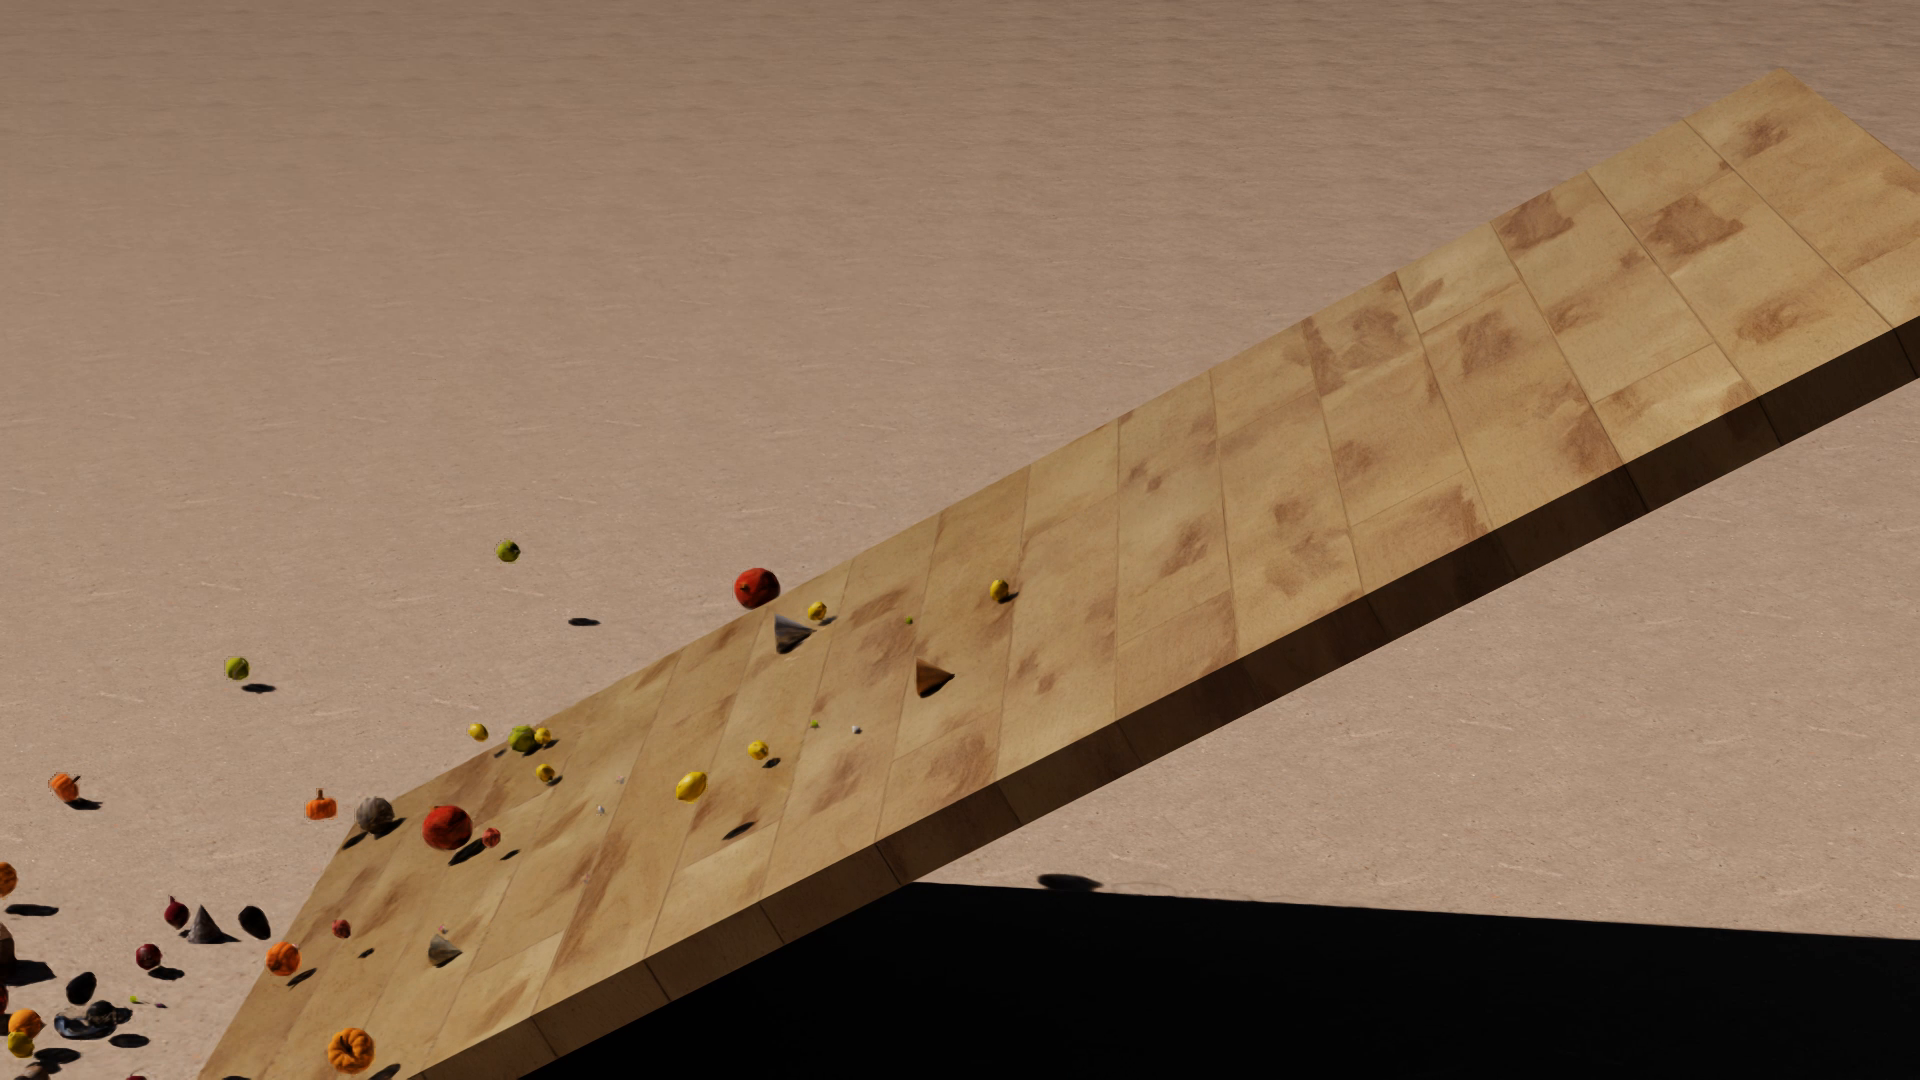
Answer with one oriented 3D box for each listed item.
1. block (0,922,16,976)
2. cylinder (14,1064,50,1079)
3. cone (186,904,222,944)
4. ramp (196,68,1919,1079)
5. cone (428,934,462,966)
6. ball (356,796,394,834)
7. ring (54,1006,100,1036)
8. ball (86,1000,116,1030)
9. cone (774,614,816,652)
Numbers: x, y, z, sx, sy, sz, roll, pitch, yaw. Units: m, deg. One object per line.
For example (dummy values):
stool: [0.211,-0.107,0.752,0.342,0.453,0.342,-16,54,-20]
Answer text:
block: [-2.302,0.978,6.979,0.093,0.093,0.093,-11,21,-30]
cylinder: [-1.999,1.169,6.328,0.059,0.059,0.059,3,14,9]
cone: [-1.840,0.925,7.148,0.088,0.088,0.088,0,18,0]
ramp: [0.142,0.167,6.284,4.000,0.100,2.000,-28,15,12]
cone: [-1.060,0.854,6.111,0.064,0.064,0.064,3,18,15]
ball: [-1.462,0.688,7.355,0.091,0.091,0.091,0,18,0]
ring: [-2.009,1.097,6.708,0.113,0.038,0.113,1,18,0]
ball: [-1.942,1.074,6.652,0.064,0.064,0.064,0,18,0]
cone: [-0.384,0.215,6.890,0.093,0.093,0.093,-3,18,-1]
